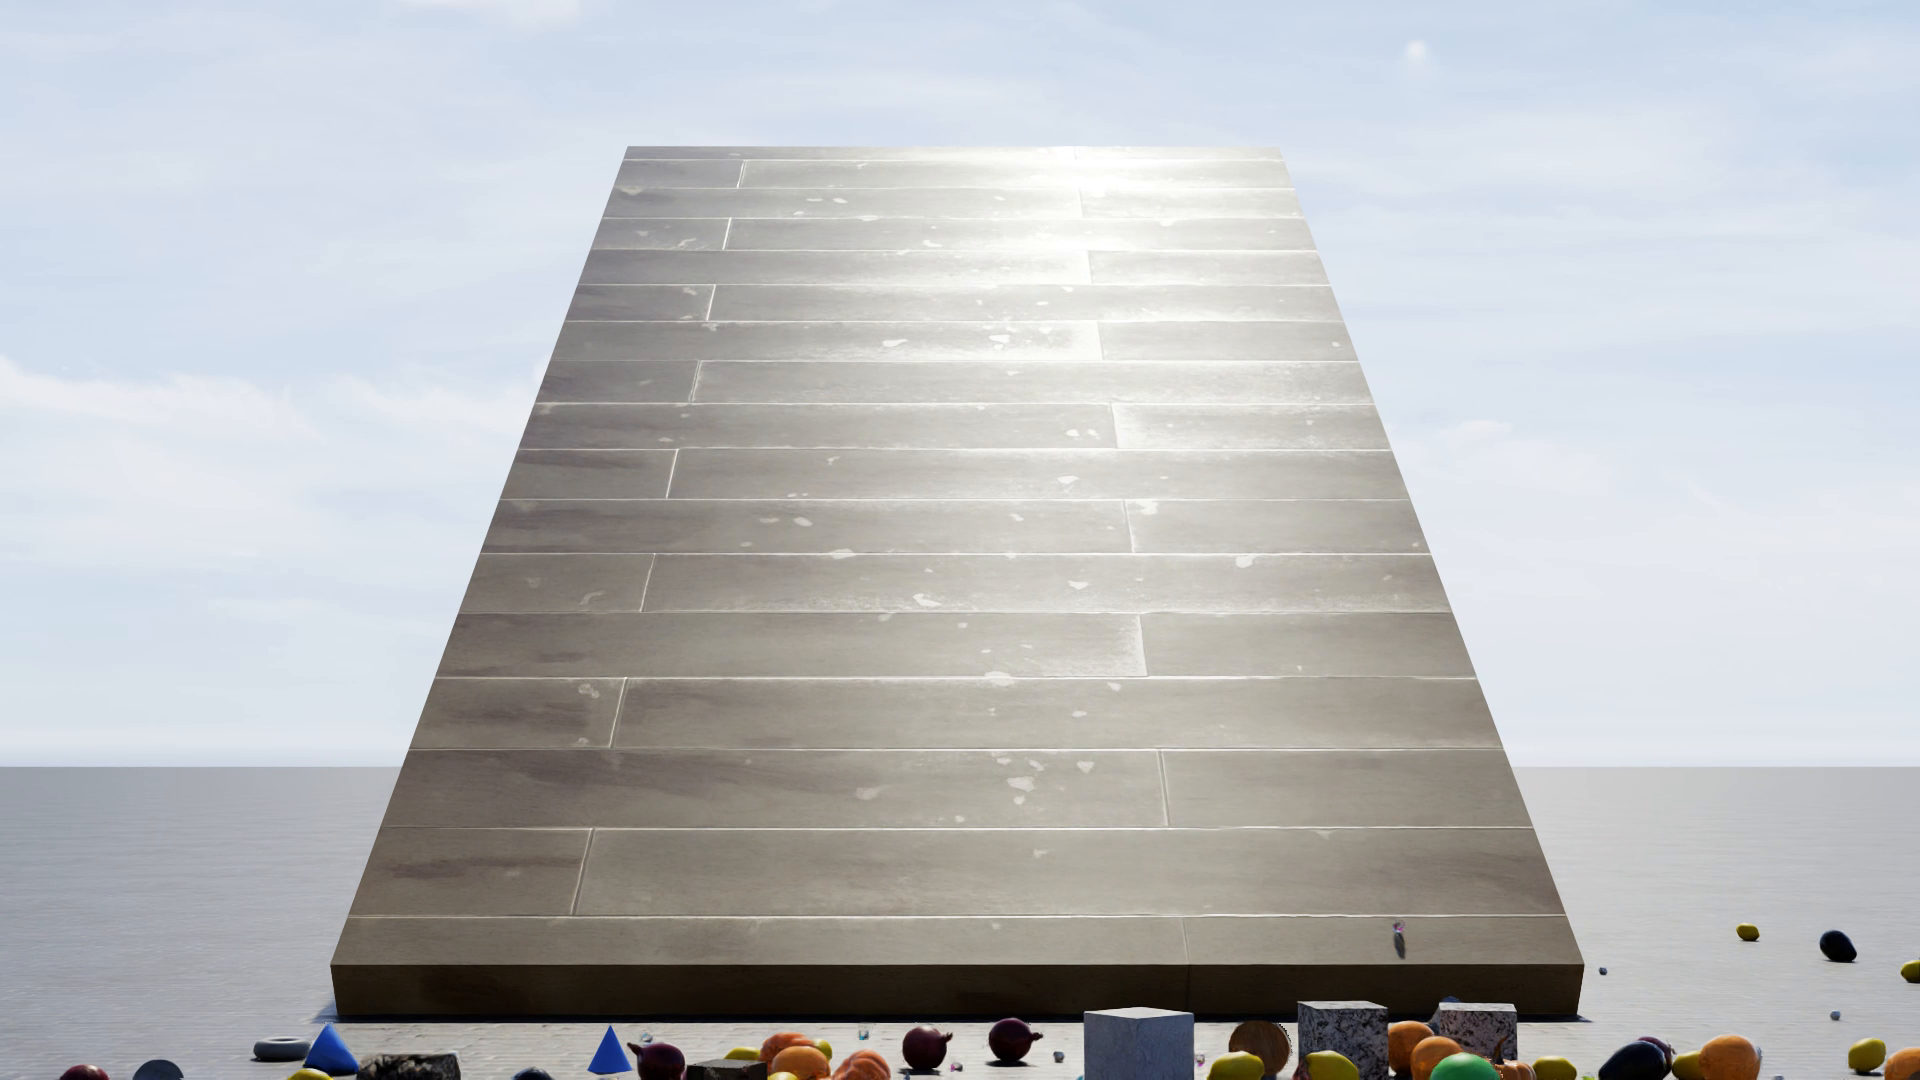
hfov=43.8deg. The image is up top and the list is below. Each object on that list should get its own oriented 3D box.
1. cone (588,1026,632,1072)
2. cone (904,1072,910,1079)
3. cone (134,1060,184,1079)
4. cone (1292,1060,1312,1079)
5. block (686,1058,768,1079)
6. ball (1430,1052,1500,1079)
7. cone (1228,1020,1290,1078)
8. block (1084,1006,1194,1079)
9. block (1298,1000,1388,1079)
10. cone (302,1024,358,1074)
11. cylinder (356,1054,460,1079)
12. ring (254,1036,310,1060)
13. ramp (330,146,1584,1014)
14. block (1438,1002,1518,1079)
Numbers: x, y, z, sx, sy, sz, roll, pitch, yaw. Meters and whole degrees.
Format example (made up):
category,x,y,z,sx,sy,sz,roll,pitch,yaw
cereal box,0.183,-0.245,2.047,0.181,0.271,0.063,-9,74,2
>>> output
category,x,y,z,sx,sy,sz,roll,pitch,yaw
cone,-0.463,0.671,3.159,0.060,0.060,0.060,0,-5,0
cone,-0.057,0.609,2.565,0.074,0.074,0.074,0,-5,0
cone,-0.960,0.659,2.850,0.059,0.059,0.059,2,-32,-24
cone,0.382,0.617,2.669,0.076,0.076,0.076,0,-5,0
block,-0.263,0.625,2.696,0.066,0.066,0.066,-2,-6,24
ball,0.563,0.614,2.661,0.082,0.082,0.082,0,-5,0
cone,0.388,0.680,3.128,0.079,0.079,0.079,0,-32,1
block,0.221,0.633,2.952,0.096,0.096,0.096,4,-7,-38
block,0.494,0.647,3.082,0.093,0.093,0.093,1,-5,-7
cone,-0.810,0.681,3.122,0.071,0.071,0.071,27,-6,1
cylinder,-0.592,0.598,2.559,0.092,0.092,0.092,0,-5,2
ring,-0.932,0.700,3.285,0.077,0.026,0.077,1,-4,0
ramp,-0.011,-0.222,5.592,2.000,0.100,4.000,0,28,0
block,0.660,0.643,3.045,0.094,0.094,0.094,-1,-5,10
